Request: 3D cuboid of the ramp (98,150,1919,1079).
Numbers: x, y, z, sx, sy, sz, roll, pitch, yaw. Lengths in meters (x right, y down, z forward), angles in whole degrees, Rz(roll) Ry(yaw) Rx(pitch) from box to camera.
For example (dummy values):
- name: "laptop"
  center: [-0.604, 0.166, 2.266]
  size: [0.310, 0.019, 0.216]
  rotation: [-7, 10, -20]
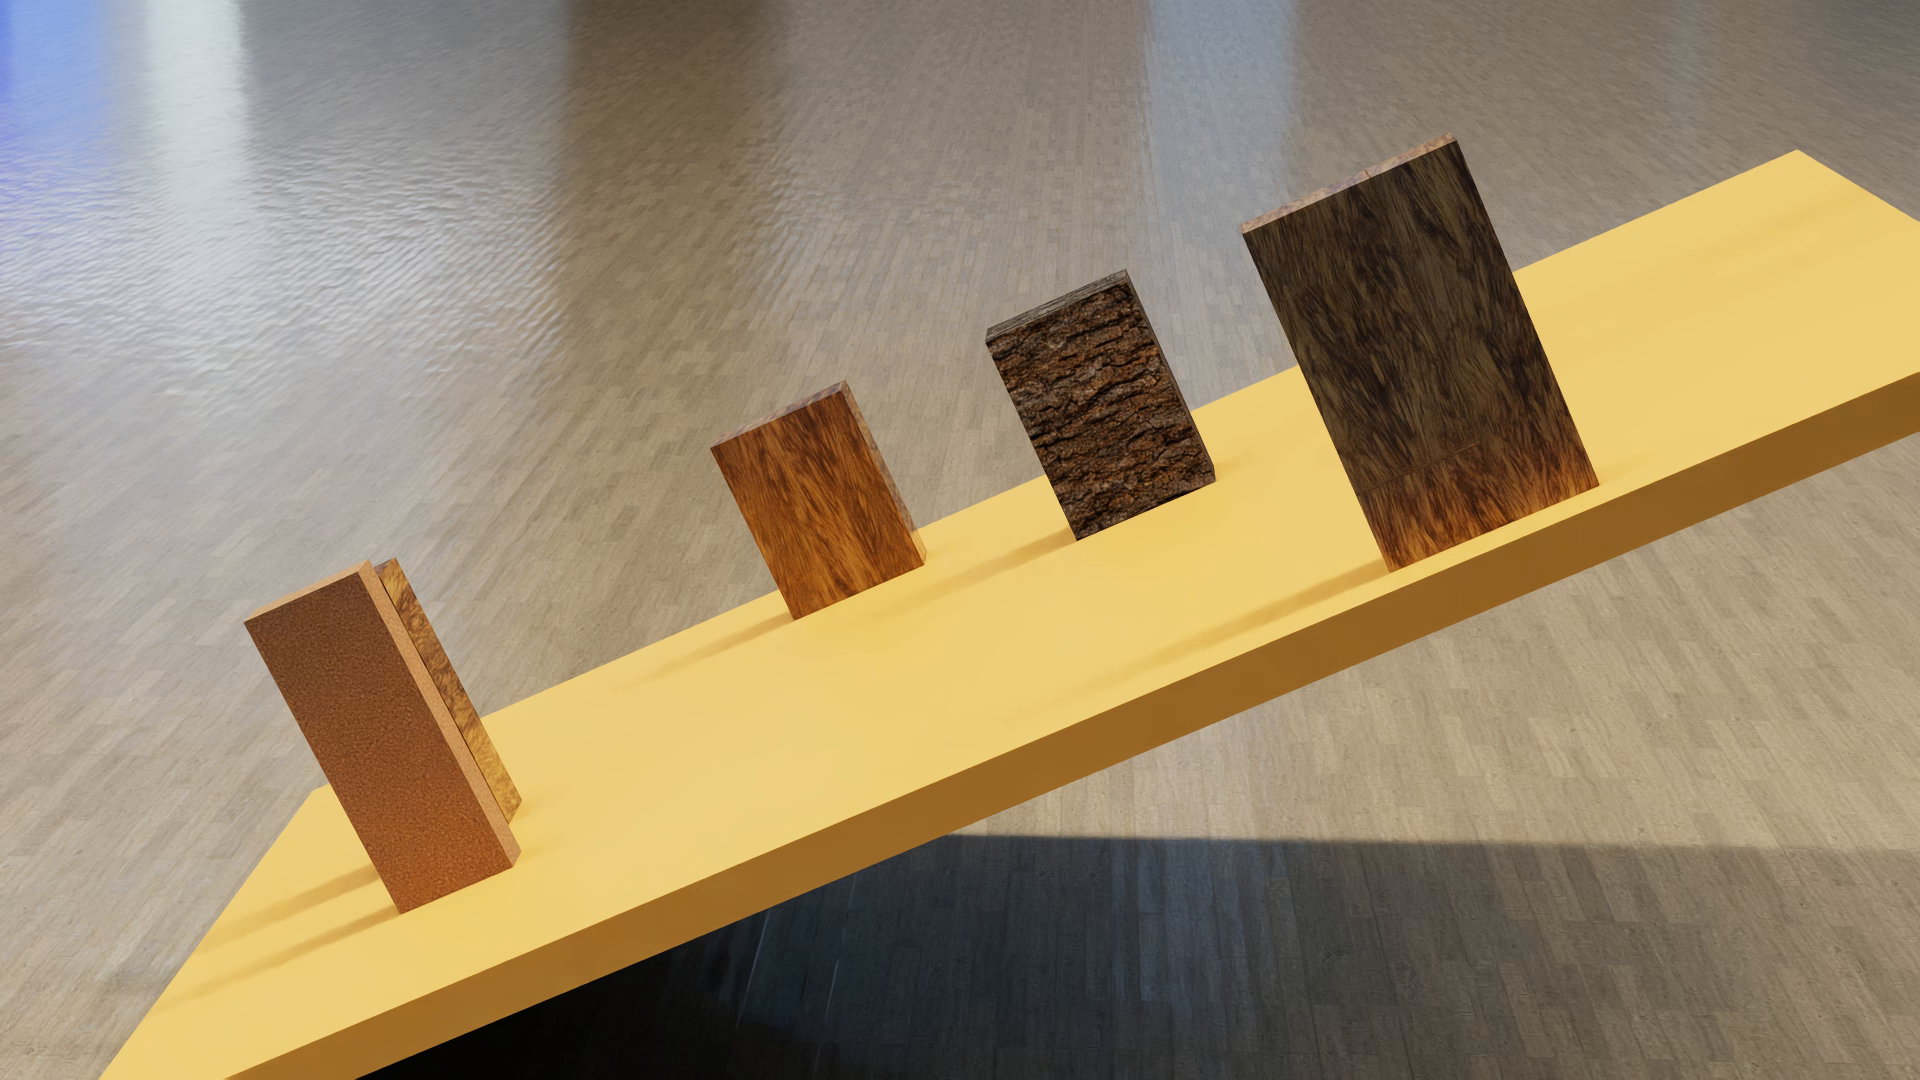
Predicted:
- name: "ramp"
  center: [0.134, 0.169, 6.283]
  size: [4.000, 0.100, 2.000]
  rotation: [-23, 13, 9]

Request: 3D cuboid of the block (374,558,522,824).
- name: "block"
  center: [-1.242, 0.387, 6.394]
  size: [0.314, 0.611, 0.148]
  rotation: [-23, 13, 9]

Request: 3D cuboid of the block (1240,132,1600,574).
- name: "block"
  center: [0.818, -0.329, 5.238]
  size: [0.403, 0.674, 0.103]
  rotation: [-23, 13, 9]

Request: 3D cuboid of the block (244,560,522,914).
- name: "block"
  center: [-1.178, 0.406, 6.021]
  size: [0.263, 0.690, 0.093]
  rotation: [-23, 13, 9]

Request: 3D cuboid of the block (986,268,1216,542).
- name: "block"
  center: [0.311, -0.298, 6.478]
  size: [0.334, 0.490, 0.149]
  rotation: [-23, 13, 9]

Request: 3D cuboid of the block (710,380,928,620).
- name: "block"
  center: [-0.330, -0.093, 6.935]
  size: [0.339, 0.459, 0.121]
  rotation: [-23, 13, 9]
